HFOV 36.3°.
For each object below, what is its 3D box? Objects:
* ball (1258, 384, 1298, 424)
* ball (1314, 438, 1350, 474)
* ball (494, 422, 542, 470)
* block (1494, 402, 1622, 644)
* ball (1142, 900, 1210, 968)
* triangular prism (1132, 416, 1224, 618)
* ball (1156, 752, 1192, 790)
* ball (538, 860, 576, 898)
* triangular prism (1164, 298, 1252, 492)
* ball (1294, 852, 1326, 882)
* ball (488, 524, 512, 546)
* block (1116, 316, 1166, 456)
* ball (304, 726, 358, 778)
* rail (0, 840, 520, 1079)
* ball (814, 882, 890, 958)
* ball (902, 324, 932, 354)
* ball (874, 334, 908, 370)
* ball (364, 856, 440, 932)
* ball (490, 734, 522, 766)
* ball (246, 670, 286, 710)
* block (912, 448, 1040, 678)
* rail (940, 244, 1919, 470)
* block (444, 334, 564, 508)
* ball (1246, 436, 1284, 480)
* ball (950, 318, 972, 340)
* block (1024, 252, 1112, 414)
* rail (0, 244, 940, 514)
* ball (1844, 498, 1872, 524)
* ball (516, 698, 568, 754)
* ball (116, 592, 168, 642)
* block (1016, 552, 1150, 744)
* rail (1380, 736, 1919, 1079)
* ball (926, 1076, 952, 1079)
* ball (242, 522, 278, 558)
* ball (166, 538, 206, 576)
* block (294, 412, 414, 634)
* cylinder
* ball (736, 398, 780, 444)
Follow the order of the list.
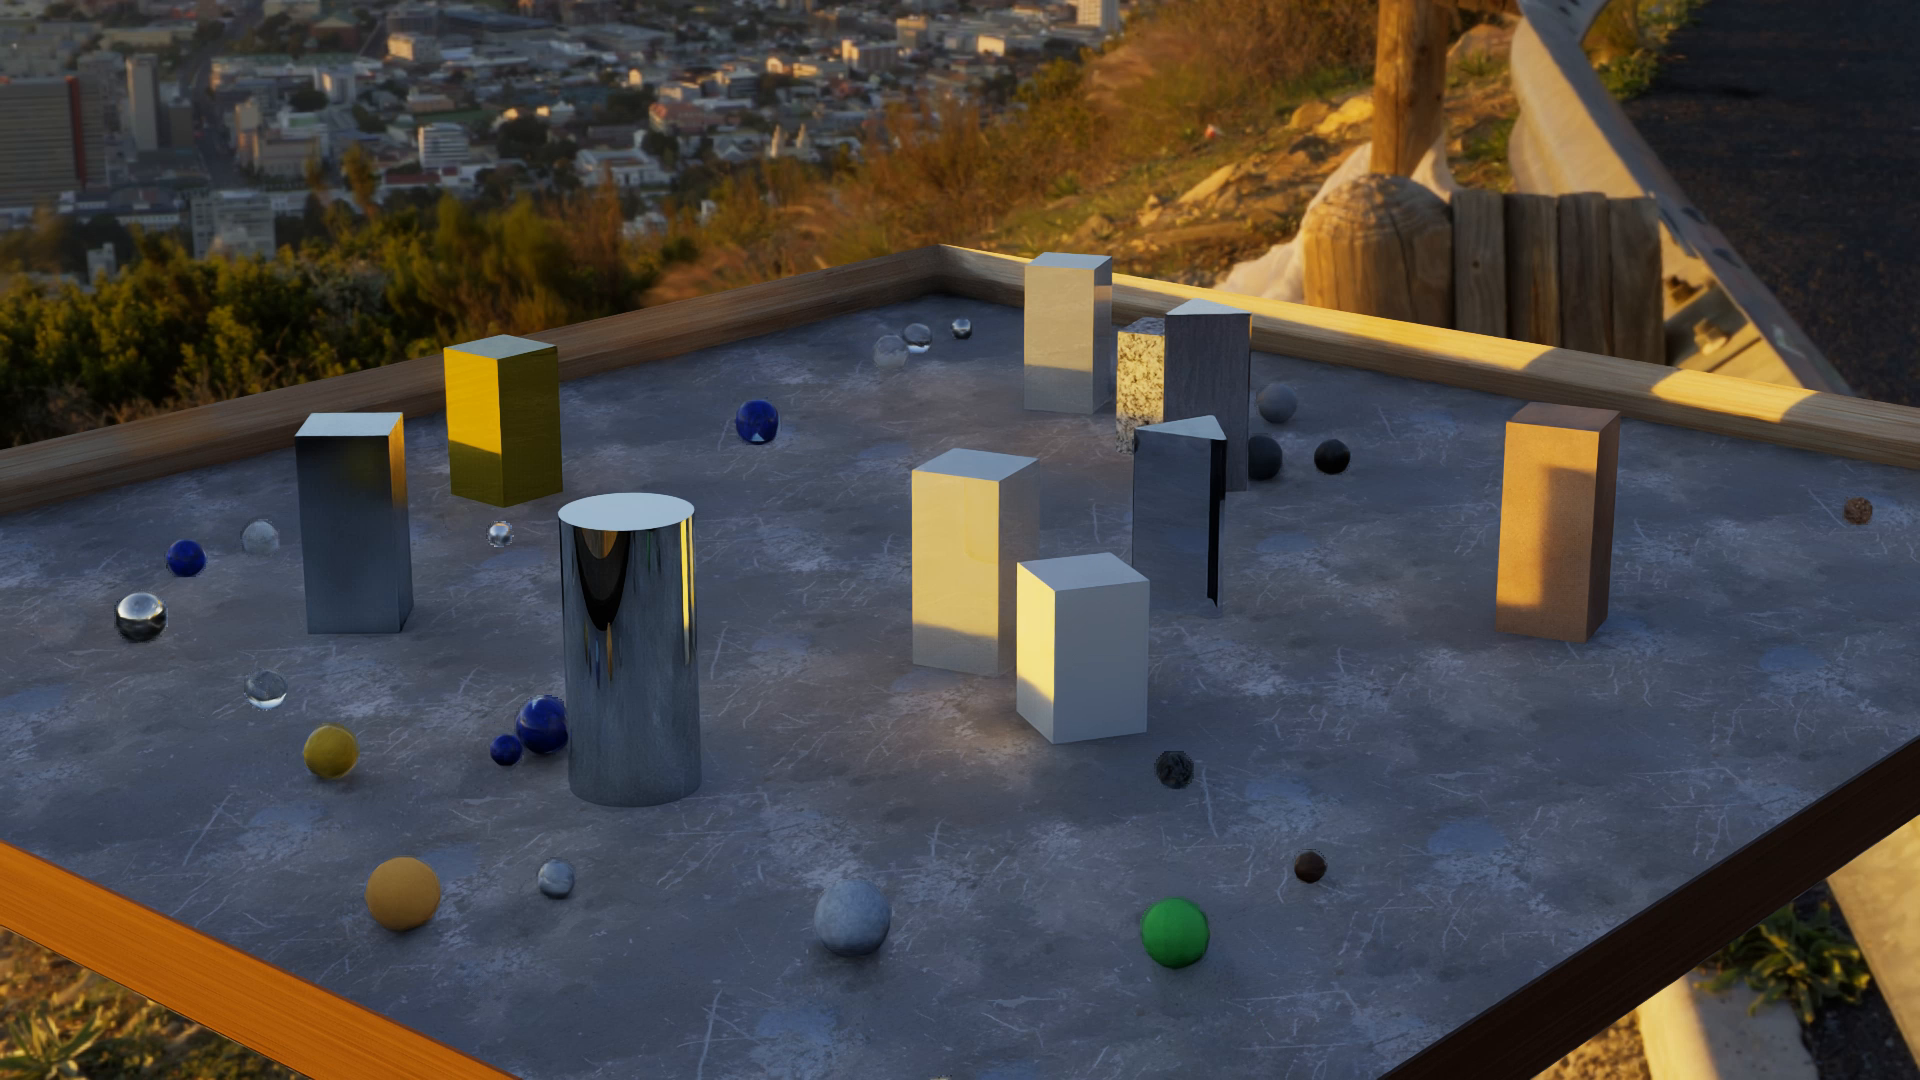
[{"bbox_3d":[0.678,-0.292,6.262,0.086,0.086,0.086,0,17,0],"label":"ball"},{"bbox_3d":[0.745,-0.167,5.873,0.071,0.071,0.071,0,17,0],"label":"ball"},{"bbox_3d":[-0.888,-0.189,5.886,0.096,0.096,0.096,0,17,0],"label":"ball"},{"bbox_3d":[1.003,-0.031,4.918,0.154,0.363,0.154,8,18,24],"label":"block"},{"bbox_3d":[0.269,0.492,3.664,0.086,0.086,0.086,0,17,0],"label":"ball"},{"bbox_3d":[0.403,-0.047,5.057,0.166,0.314,0.144,9,19,26],"label":"triangular prism"},{"bbox_3d":[0.311,0.334,4.245,0.052,0.052,0.052,0,17,0],"label":"ball"},{"bbox_3d":[-0.533,0.448,3.874,0.050,0.050,0.050,0,17,0],"label":"ball"},{"bbox_3d":[0.473,-0.286,5.772,0.166,0.358,0.144,-2,17,-5],"label":"triangular prism"},{"bbox_3d":[0.468,0.438,3.921,0.042,0.042,0.042,0,17,0],"label":"ball"},{"bbox_3d":[-0.848,-0.010,5.402,0.042,0.042,0.042,0,17,0],"label":"ball"},{"bbox_3d":[0.422,-0.313,6.036,0.154,0.256,0.154,7,18,22],"label":"block"},{"bbox_3d":[-0.919,0.310,4.282,0.078,0.078,0.078,0,17,0],"label":"ball"},{"bbox_3d":[-1.215,0.436,3.780,3.401,0.125,0.045,14,22,39],"label":"rail"},{"bbox_3d":[-0.136,0.478,3.693,0.096,0.096,0.096,0,17,0],"label":"ball"},{"bbox_3d":[-0.101,-0.473,6.886,0.071,0.071,0.071,0,17,0],"label":"ball"},{"bbox_3d":[-0.158,-0.429,6.724,0.082,0.082,0.082,0,17,0],"label":"ball"},{"bbox_3d":[-0.717,0.455,3.771,0.095,0.095,0.095,0,17,0],"label":"ball"},{"bbox_3d":[-0.671,0.310,4.334,0.047,0.047,0.047,0,17,0],"label":"ball"},{"bbox_3d":[-1.080,0.233,4.564,0.062,0.062,0.062,0,17,0],"label":"ball"},{"bbox_3d":[0.026,0.035,4.762,0.154,0.327,0.154,8,19,25],"label":"block"},{"bbox_3d":[1.215,-0.373,6.460,3.401,0.125,0.045,14,22,39],"label":"rail"},{"bbox_3d":[-0.888,-0.233,5.708,0.154,0.294,0.154,14,21,38],"label":"block"},{"bbox_3d":[0.597,-0.163,5.828,0.090,0.090,0.090,0,17,0],"label":"ball"},{"bbox_3d":[0.004,-0.506,7.028,0.052,0.052,0.052,0,17,0],"label":"ball"},{"bbox_3d":[0.236,-0.452,6.392,0.154,0.318,0.154,5,18,17],"label":"block"},{"bbox_3d":[-1.266,-0.286,6.173,0.045,0.125,3.755,14,22,39],"label":"rail"},{"bbox_3d":[1.696,-0.055,5.536,0.052,0.052,0.052,0,17,0],"label":"ball"},{"bbox_3d":[-0.620,0.278,4.378,0.085,0.085,0.085,0,17,0],"label":"ball"},{"bbox_3d":[-1.362,0.128,4.876,0.083,0.083,0.083,0,17,0],"label":"ball"},{"bbox_3d":[0.186,0.164,4.482,0.154,0.243,0.154,-6,18,-19],"label":"block"},{"bbox_3d":[1.266,0.349,4.068,0.045,0.125,3.755,14,22,39],"label":"rail"},{"bbox_3d":[-0.022,0.632,3.187,0.095,0.095,0.095,0,17,0],"label":"ball"},{"bbox_3d":[-1.272,-0.001,5.334,0.065,0.065,0.065,0,17,0],"label":"ball"},{"bbox_3d":[-1.378,0.032,5.222,0.067,0.067,0.067,0,17,0],"label":"ball"},{"bbox_3d":[-1.019,-0.029,4.945,0.154,0.344,0.154,0,17,-2],"label":"block"},{"bbox_3d":[-0.472,0.157,4.212,0.192,0.412,0.192,0,17,0],"label":"cylinder"},{"bbox_3d":[-0.420,-0.246,6.092,0.095,0.095,0.095,0,17,0],"label":"ball"}]
